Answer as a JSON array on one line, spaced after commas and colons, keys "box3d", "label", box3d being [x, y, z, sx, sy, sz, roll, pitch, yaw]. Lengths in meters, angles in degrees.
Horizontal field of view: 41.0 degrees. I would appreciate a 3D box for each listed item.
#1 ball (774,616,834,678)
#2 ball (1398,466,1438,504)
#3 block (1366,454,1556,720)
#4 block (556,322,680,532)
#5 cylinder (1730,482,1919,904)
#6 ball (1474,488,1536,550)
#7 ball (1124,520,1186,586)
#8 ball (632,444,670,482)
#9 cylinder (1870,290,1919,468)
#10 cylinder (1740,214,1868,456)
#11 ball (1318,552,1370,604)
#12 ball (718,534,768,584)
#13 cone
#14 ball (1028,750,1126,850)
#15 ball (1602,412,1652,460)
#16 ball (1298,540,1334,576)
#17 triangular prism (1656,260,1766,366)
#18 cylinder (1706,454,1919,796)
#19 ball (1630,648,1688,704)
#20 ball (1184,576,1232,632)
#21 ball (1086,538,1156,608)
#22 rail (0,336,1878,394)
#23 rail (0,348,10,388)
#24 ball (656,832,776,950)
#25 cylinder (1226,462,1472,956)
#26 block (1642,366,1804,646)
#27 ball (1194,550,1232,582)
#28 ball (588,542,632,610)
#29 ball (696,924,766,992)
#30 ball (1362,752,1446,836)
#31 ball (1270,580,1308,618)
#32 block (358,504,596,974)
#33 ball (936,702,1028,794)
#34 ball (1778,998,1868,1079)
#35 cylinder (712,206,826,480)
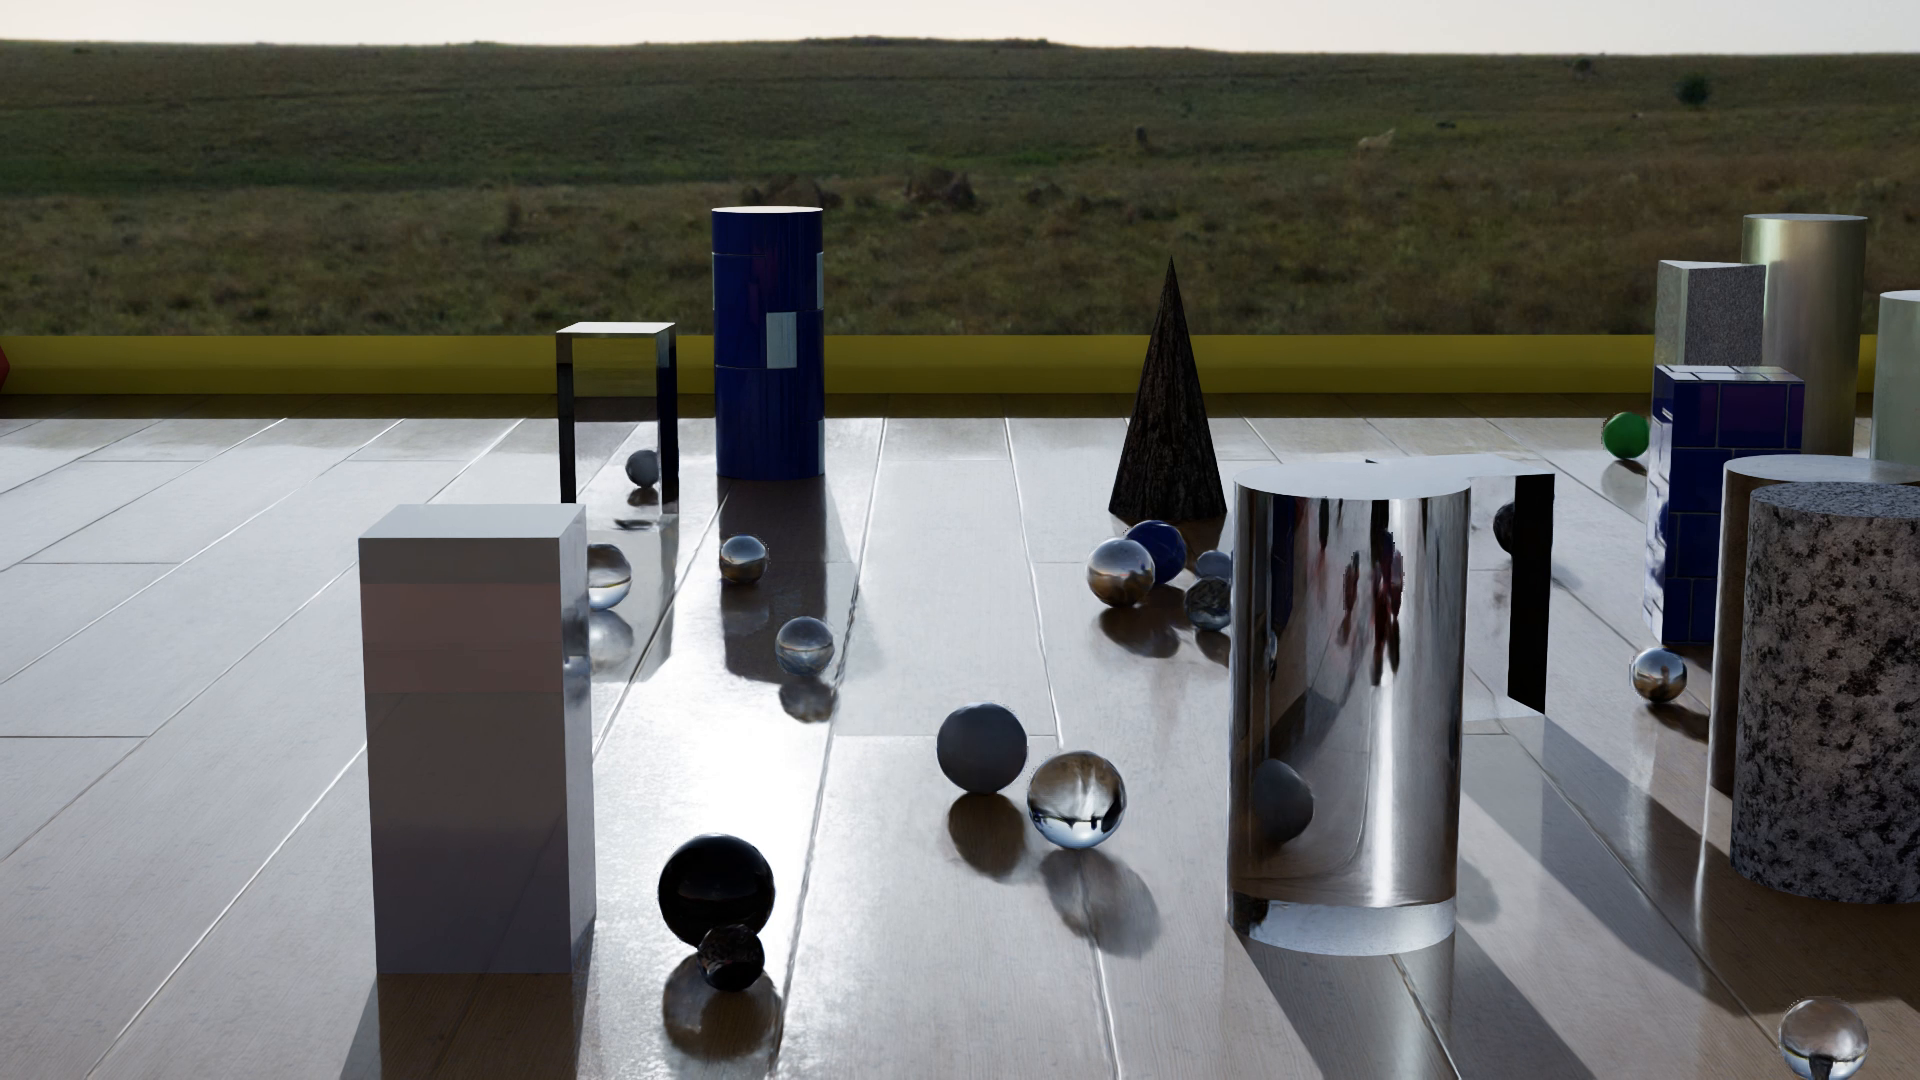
[{"box3d": [-0.187, 0.129, 3.092, 0.073, 0.073, 0.073, 0, 10, 0], "label": "ball"}, {"box3d": [0.767, -0.091, 4.300, 0.065, 0.065, 0.065, 0, 10, 0], "label": "ball"}, {"box3d": [0.567, 0.052, 2.942, 0.158, 0.278, 0.158, -3, 11, -15], "label": "block"}, {"box3d": [-0.547, -0.184, 4.115, 0.158, 0.315, 0.158, 1, 11, 5], "label": "block"}, {"box3d": [0.809, 0.133, 2.323, 0.198, 0.344, 0.198, 0, 10, 0], "label": "cylinder"}, {"box3d": [0.828, -0.031, 3.898, 0.094, 0.094, 0.094, 0, 10, 0], "label": "ball"}, {"box3d": [0.274, 0.018, 3.635, 0.093, 0.093, 0.093, 0, 10, 0], "label": "ball"}, {"box3d": [-0.545, -0.136, 4.534, 0.067, 0.067, 0.067, 0, 10, 0], "label": "ball"}, {"box3d": [1.234, -0.079, 3.190, 0.198, 0.446, 0.198, 0, 10, 0], "label": "cylinder"}, {"box3d": [1.411, -0.305, 4.325, 0.198, 0.476, 0.198, 0, 10, 0], "label": "cylinder"}, {"box3d": [0.525, 0.052, 3.511, 0.070, 0.070, 0.070, 0, 10, 0], "label": "ball"}, {"box3d": [-0.308, 0.028, 3.640, 0.071, 0.071, 0.071, 0, 10, 0], "label": "ball"}, {"box3d": [0.344, -0.258, 4.215, 0.198, 0.423, 0.198, 0, 10, 0], "label": "cone"}, {"box3d": [0.110, 0.244, 2.412, 0.094, 0.094, 0.094, 0, 10, 0], "label": "ball"}, {"box3d": [1.248, -0.195, 4.798, 0.088, 0.088, 0.088, 0, 10, 0], "label": "ball"}, {"box3d": [0.514, 0.026, 3.702, 0.053, 0.053, 0.053, 0, 10, 0], "label": "ball"}, {"box3d": [1.183, -0.245, 4.179, 0.171, 0.410, 0.148, -5, 12, -27], "label": "triangular prism"}, {"box3d": [0.868, 0.090, 2.600, 0.198, 0.327, 0.198, 0, 10, 0], "label": "cylinder"}, {"box3d": [0.808, 0.156, 2.966, 0.064, 0.064, 0.064, 0, 10, 0], "label": "ball"}, {"box3d": [0.327, 0.083, 3.342, 0.071, 0.071, 0.071, 0, 10, 0], "label": "ball"}, {"box3d": [0.218, 0.044, 3.486, 0.095, 0.095, 0.095, 0, 10, 0], "label": "ball"}, {"box3d": [-0.013, -0.391, 5.738, 4.290, 0.128, 0.045, 0, 10, 0], "label": "rail"}, {"box3d": [-2.121, 0.035, 3.437, 0.045, 0.128, 4.704, 0, 10, 0], "label": "rail"}, {"box3d": [-0.202, 0.293, 2.133, 0.099, 0.099, 0.099, 0, 10, 0], "label": "ball"}, {"box3d": [0.329, 0.138, 2.187, 0.198, 0.383, 0.198, 0, 10, 0], "label": "cylinder"}, {"box3d": [0.981, -0.046, 3.306, 0.158, 0.339, 0.158, 1, 11, 6], "label": "block"}, {"box3d": [0.358, 0.041, 3.617, 0.053, 0.053, 0.053, 0, 10, 0], "label": "ball"}, {"box3d": [-0.489, 0.049, 3.467, 0.092, 0.092, 0.092, 0, 10, 0], "label": "ball"}, {"box3d": [-0.182, 0.332, 2.041, 0.054, 0.054, 0.054, 0, 10, 0], "label": "ball"}, {"box3d": [0.424, 0.243, 2.454, 0.080, 0.080, 0.080, 0, 10, 0], "label": "ball"}, {"box3d": [0.440, 0.078, 3.426, 0.051, 0.051, 0.051, 0, 10, 0], "label": "ball"}, {"box3d": [-0.396, 0.161, 2.130, 0.158, 0.360, 0.158, 0, 10, -1], "label": "block"}, {"box3d": [0.022, 0.210, 2.596, 0.093, 0.093, 0.093, 0, 10, 0], "label": "ball"}, {"box3d": [0.625, 0.363, 1.856, 0.062, 0.062, 0.062, 0, 10, 0], "label": "ball"}, {"box3d": [-0.343, -0.356, 4.608, 0.198, 0.473, 0.198, 0, 10, 0], "label": "cylinder"}]
